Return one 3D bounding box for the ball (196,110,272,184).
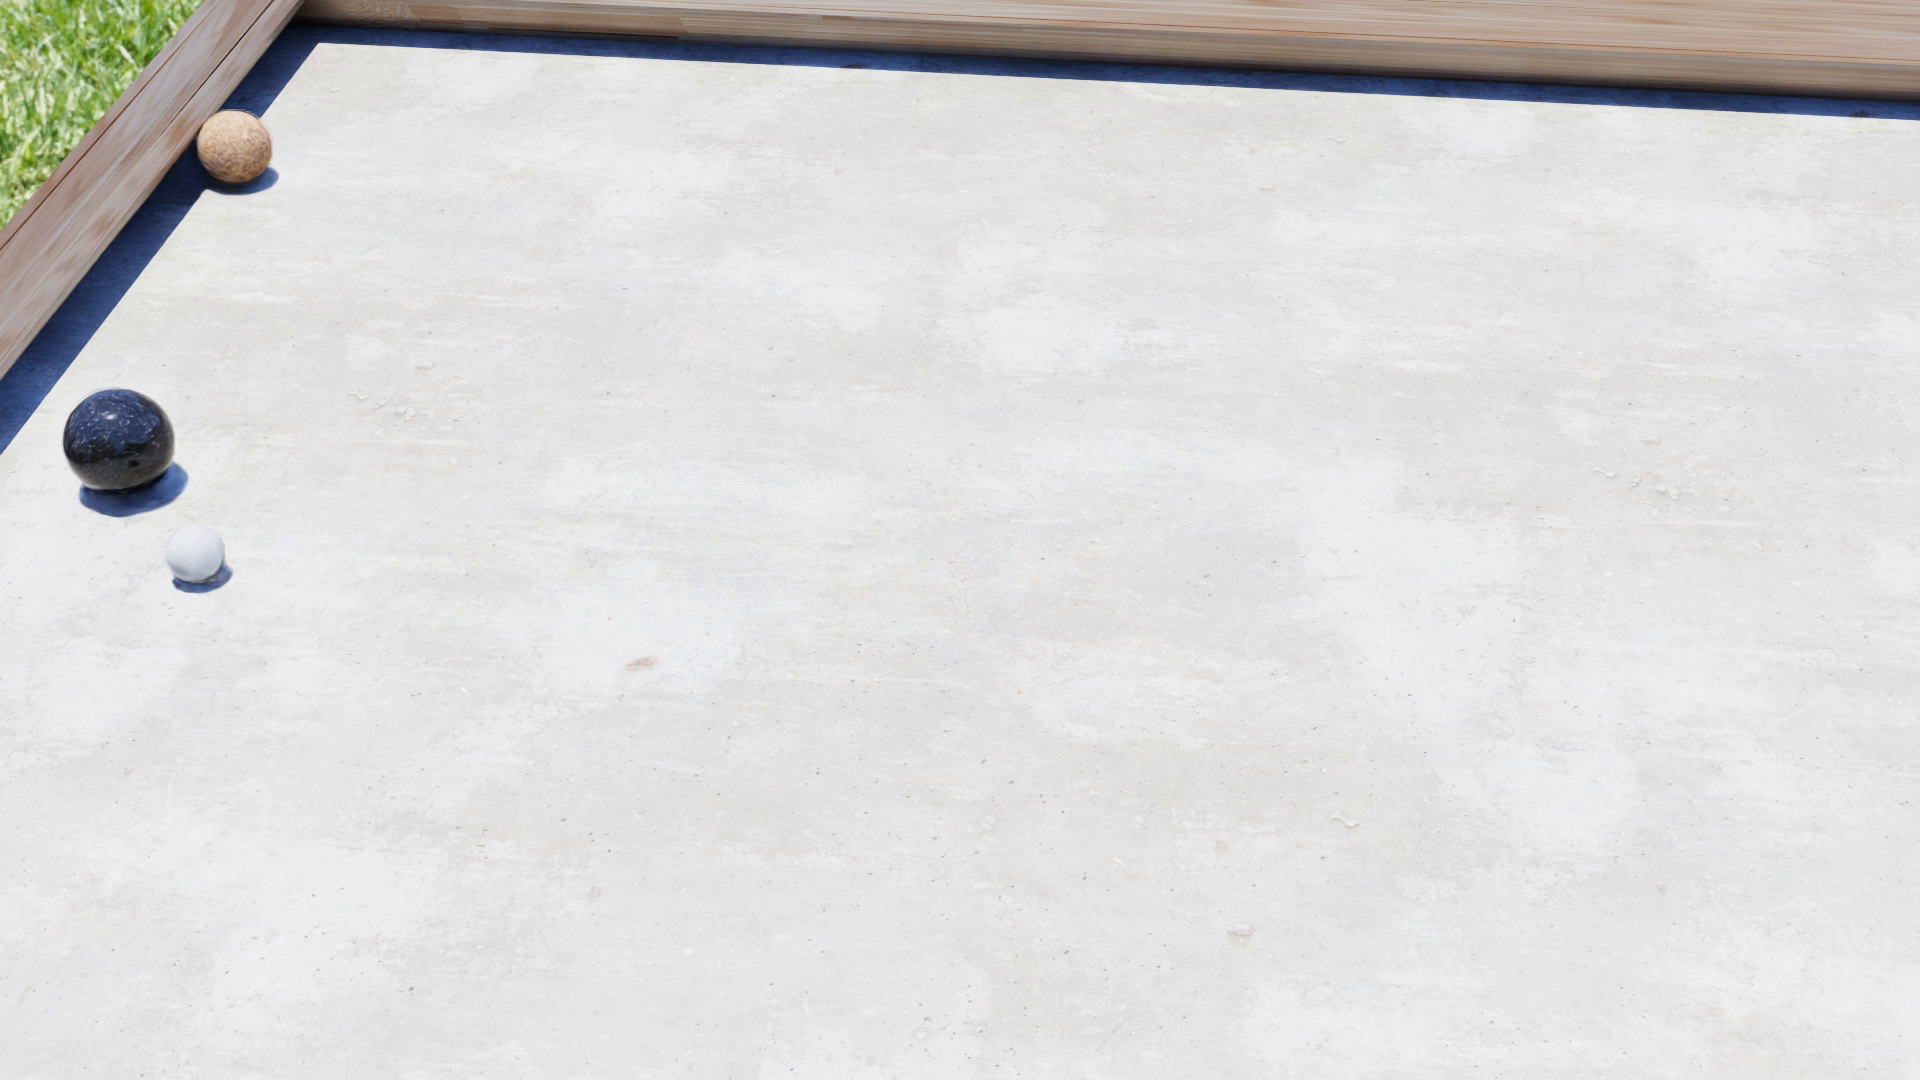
[{"bbox_3d":[-0.676,-0.366,2.389,0.068,0.068,0.068,0,35,0],"label":"ball"}]

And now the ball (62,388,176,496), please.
[{"bbox_3d":[-0.642,-0.075,1.959,0.083,0.083,0.083,0,35,0],"label":"ball"}]

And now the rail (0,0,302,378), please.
[{"bbox_3d":[-0.790,-0.070,1.930,0.045,0.108,1.816,4,35,5],"label":"rail"}]

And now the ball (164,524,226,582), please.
[{"bbox_3d":[-0.558,0.010,1.873,0.043,0.043,0.043,0,35,0],"label":"ball"}]

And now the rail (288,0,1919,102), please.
[{"bbox_3d":[0.914,-0.468,2.499,3.273,0.108,0.045,4,35,5],"label":"rail"}]
